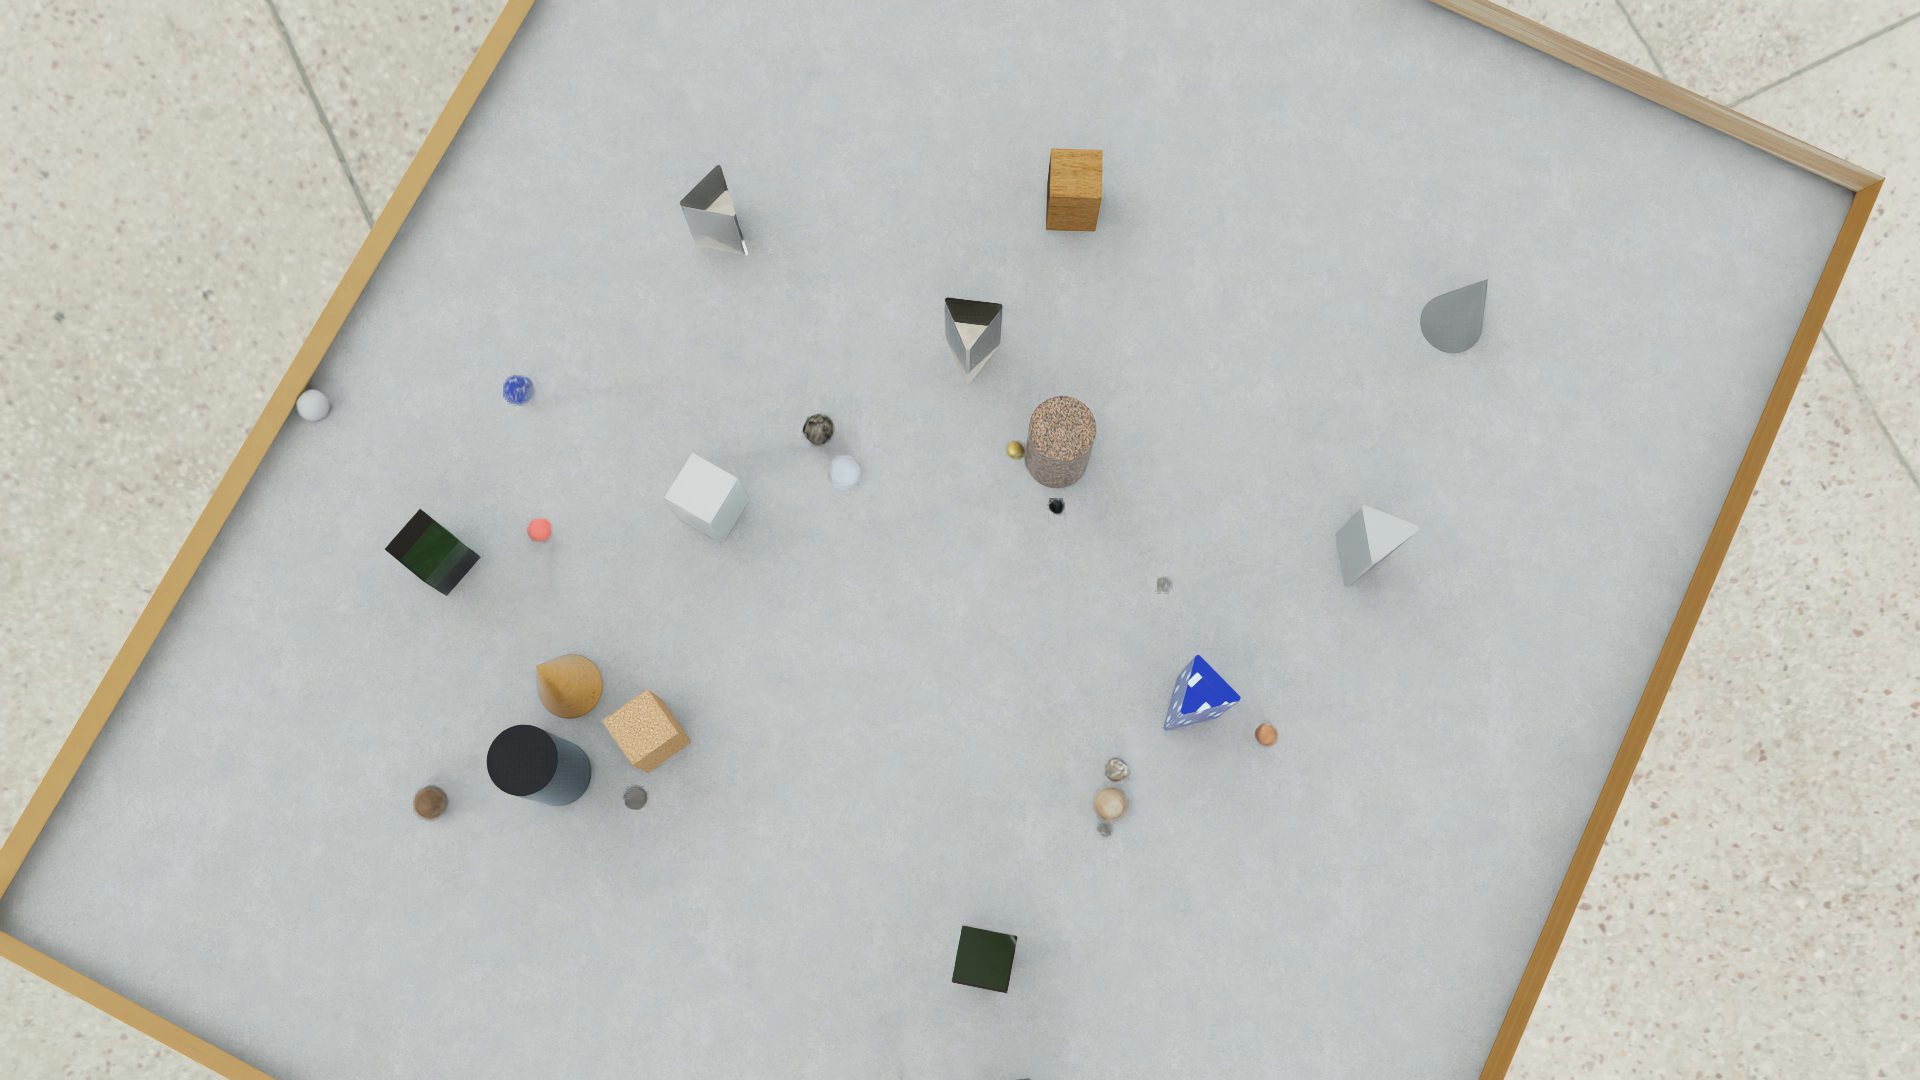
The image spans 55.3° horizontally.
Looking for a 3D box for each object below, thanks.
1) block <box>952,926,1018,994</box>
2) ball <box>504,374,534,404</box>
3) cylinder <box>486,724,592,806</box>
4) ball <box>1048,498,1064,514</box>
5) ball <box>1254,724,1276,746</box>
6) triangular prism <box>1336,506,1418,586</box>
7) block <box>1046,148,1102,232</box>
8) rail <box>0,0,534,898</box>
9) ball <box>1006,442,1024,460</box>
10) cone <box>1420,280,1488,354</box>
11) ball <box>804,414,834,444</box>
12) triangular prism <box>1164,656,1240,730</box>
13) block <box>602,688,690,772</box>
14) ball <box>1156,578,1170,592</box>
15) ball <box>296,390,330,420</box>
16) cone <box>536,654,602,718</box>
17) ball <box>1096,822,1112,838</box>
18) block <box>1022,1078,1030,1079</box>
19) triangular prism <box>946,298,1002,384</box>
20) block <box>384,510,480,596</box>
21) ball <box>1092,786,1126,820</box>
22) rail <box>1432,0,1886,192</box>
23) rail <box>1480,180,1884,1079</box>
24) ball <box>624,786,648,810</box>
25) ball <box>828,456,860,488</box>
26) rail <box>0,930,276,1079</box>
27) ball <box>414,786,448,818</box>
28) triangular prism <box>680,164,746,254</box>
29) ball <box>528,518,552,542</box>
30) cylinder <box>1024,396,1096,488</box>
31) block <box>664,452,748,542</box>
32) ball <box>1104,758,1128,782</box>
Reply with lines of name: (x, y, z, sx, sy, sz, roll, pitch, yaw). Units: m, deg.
block: (0.068, 1.191, 5.219, 0.157, 0.296, 0.157, 11, 79, 2)
ball: (-1.363, -0.466, 5.668, 0.089, 0.089, 0.089, 0, 78, 0)
cylinder: (-1.199, 0.650, 5.245, 0.196, 0.464, 0.196, 0, 78, 0)
ball: (0.296, -0.103, 5.614, 0.046, 0.046, 0.046, 0, 78, 0)
ball: (0.912, 0.579, 5.463, 0.065, 0.065, 0.065, 0, 78, 0)
triangular prism: (1.199, -0.003, 5.423, 0.170, 0.381, 0.147, -37, 81, -7)
block: (0.354, -1.087, 5.702, 0.157, 0.274, 0.157, 2, 78, 0)
rail: (-1.831, -0.890, 5.735, 0.045, 0.127, 4.640, 26, 80, 5)
ball: (0.170, -0.275, 5.634, 0.056, 0.056, 0.056, 0, 78, 0)
cone: (1.544, -0.722, 5.556, 0.196, 0.411, 0.196, 0, 78, 0)
ball: (-0.436, -0.341, 5.640, 0.093, 0.093, 0.093, 0, 78, 0)
triangular prism: (0.678, 0.434, 5.302, 0.170, 0.440, 0.147, -13, 79, -3)
block: (-0.914, 0.561, 5.363, 0.157, 0.270, 0.157, -35, 80, -7)
ball: (0.617, 0.136, 5.566, 0.044, 0.044, 0.044, 0, 78, 0)
ball: (-1.995, -0.417, 5.654, 0.096, 0.096, 0.096, 0, 78, 0)
cone: (-1.175, 0.395, 5.303, 0.196, 0.454, 0.196, 0, 78, 0)
ball: (0.427, 0.858, 5.416, 0.044, 0.044, 0.044, 0, 78, 0)
block: (0.133, 1.603, 5.101, 0.157, 0.359, 0.157, -6, 78, -1)
triangular prism: (0.015, -0.632, 5.563, 0.147, 0.360, 0.170, 36, 81, 7)
block: (-1.576, 0.039, 5.485, 0.157, 0.241, 0.157, 38, 81, 7)
ball: (0.441, 0.778, 5.406, 0.098, 0.098, 0.098, 0, 78, 0)
rail: (1.027, -2.004, 5.965, 4.143, 0.127, 0.045, 26, 80, 5)
rail: (1.831, 0.903, 5.363, 0.045, 0.127, 4.640, 26, 80, 5)
ball: (-0.959, 0.763, 5.422, 0.071, 0.071, 0.071, 0, 78, 0)
ball: (-0.353, -0.211, 5.610, 0.098, 0.098, 0.098, 0, 78, 0)
rail: (-1.027, 2.018, 5.133, 4.143, 0.127, 0.045, 26, 80, 5)
ball: (-1.561, 0.774, 5.407, 0.097, 0.097, 0.097, 0, 78, 0)
triangular prism: (-0.741, -1.025, 5.659, 0.170, 0.333, 0.147, 12, 79, 2)
ball: (-1.281, -0.029, 5.586, 0.072, 0.072, 0.072, 0, 78, 0)
cylinder: (0.299, -0.290, 5.501, 0.196, 0.345, 0.196, 0, 78, 0)
block: (-0.757, -0.123, 5.496, 0.157, 0.286, 0.157, 29, 80, 6)
ball: (0.463, 0.682, 5.439, 0.071, 0.071, 0.071, 0, 78, 0)
